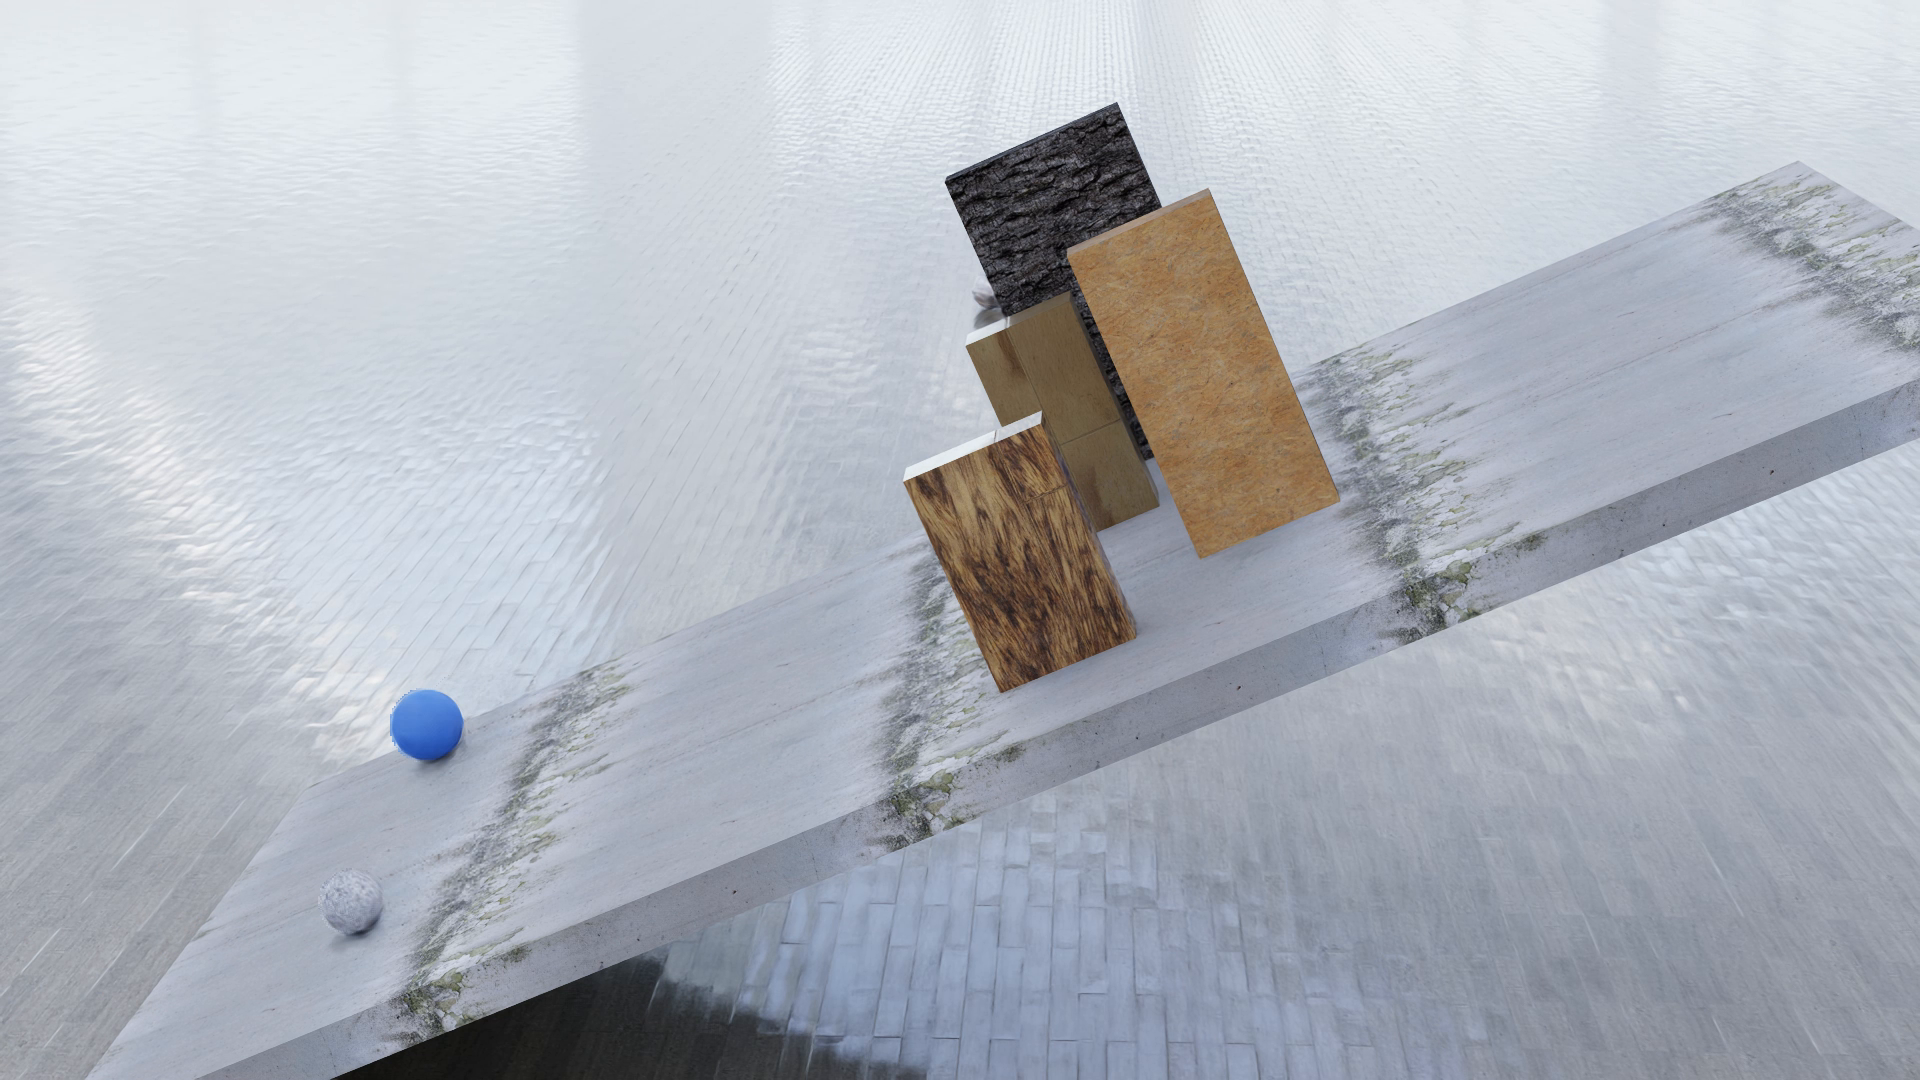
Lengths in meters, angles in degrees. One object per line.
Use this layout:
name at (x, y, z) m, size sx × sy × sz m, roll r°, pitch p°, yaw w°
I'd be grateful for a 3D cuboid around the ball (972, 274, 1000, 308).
ball at (0.150, -1.228, 14.472) m, size 0.182 × 0.182 × 0.182 m, roll 0°, pitch 15°, yaw 0°

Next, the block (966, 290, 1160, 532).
block at (0.228, -0.265, 6.502) m, size 0.247 × 0.499 × 0.132 m, roll -23°, pitch 13°, yaw 8°

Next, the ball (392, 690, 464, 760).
ball at (-1.300, 0.451, 7.178) m, size 0.173 × 0.173 × 0.173 m, roll 0°, pitch 15°, yaw 0°

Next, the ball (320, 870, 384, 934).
ball at (-1.241, 0.739, 6.006) m, size 0.129 × 0.129 × 0.129 m, roll 0°, pitch 15°, yaw 0°

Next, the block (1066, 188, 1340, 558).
block at (0.489, -0.330, 5.885) m, size 0.306 × 0.673 × 0.098 m, roll -23°, pitch 13°, yaw 8°

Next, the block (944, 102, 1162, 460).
block at (0.325, -0.570, 6.888) m, size 0.434 × 0.791 × 0.097 m, roll -23°, pitch 13°, yaw 8°

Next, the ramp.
ramp at (0.132, 0.170, 6.284) m, size 4.000 × 0.100 × 2.000 m, roll -23°, pitch 13°, yaw 8°

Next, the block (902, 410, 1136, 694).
block at (0.117, 0.024, 5.632) m, size 0.284 × 0.457 × 0.109 m, roll -23°, pitch 13°, yaw 8°
